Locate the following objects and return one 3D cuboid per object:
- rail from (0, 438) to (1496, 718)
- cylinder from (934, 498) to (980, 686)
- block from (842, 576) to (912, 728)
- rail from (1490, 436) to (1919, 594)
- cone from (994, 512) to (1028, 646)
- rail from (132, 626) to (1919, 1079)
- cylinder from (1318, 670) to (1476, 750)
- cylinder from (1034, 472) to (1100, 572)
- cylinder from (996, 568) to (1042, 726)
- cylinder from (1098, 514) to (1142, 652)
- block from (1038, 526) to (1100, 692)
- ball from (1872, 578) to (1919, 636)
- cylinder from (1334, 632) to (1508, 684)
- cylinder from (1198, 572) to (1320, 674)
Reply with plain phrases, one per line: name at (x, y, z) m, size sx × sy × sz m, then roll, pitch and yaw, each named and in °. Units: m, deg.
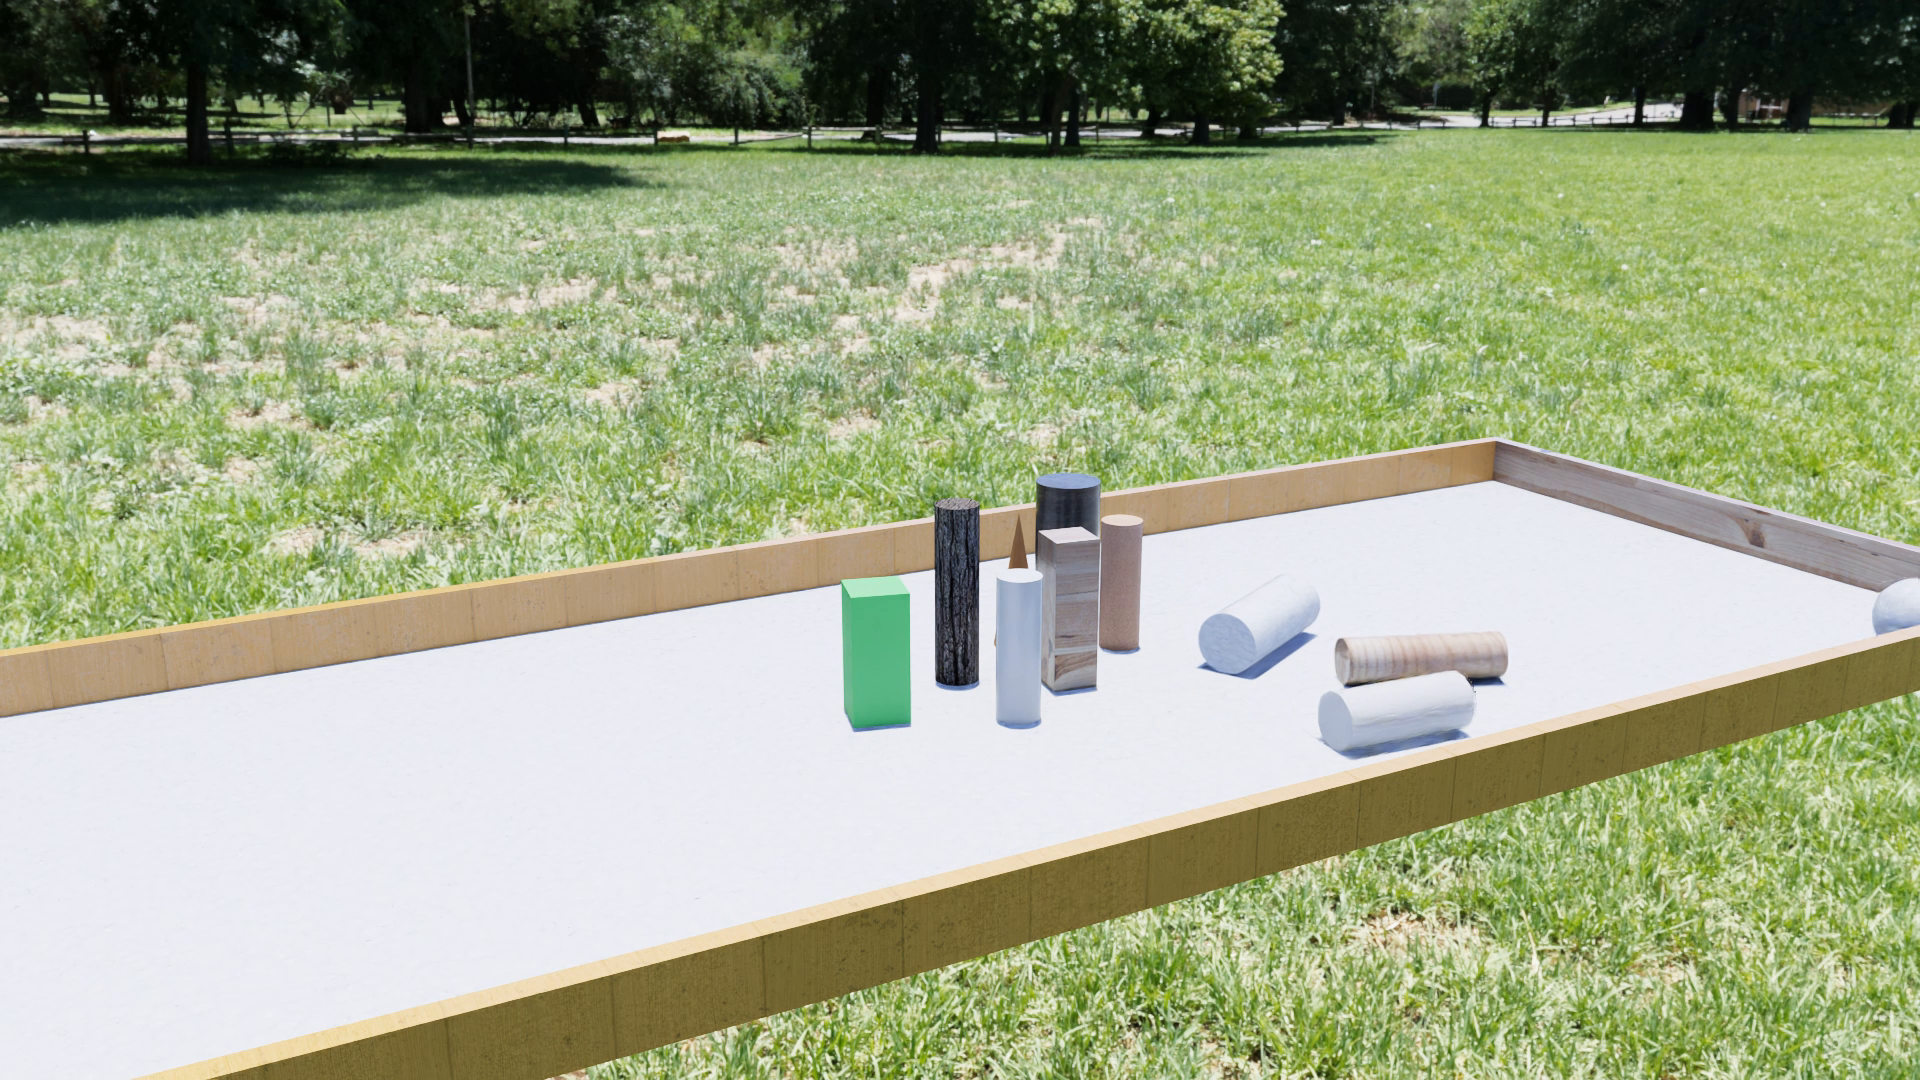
rail at (-3.305, 0.497, 3.399) m, size 12.000 × 0.150 × 0.050 m, roll -9°, pitch 18°, yaw -27°
cylinder at (-0.007, 0.130, 4.104) m, size 0.112 × 0.456 × 0.112 m, roll 0°, pitch 16°, yaw 0°
block at (-0.198, 0.263, 3.890) m, size 0.138 × 0.322 × 0.138 m, roll -4°, pitch 17°, yaw -13°
rail at (2.466, -0.048, 5.253) m, size 0.050 × 0.150 × 2.100 m, roll -9°, pitch 18°, yaw -27°
cone at (0.154, 0.102, 4.360) m, size 0.129 × 0.365 × 0.129 m, roll 0°, pitch 16°, yaw 0°
rail at (-2.336, 1.006, 1.665) m, size 12.000 × 0.150 × 0.050 m, roll -9°, pitch 18°, yaw -27°
cylinder at (1.002, 0.390, 3.788) m, size 0.338 × 0.135 × 0.135 m, roll -7°, pitch 18°, yaw -22°
cylinder at (0.298, 0.024, 4.582) m, size 0.178 × 0.389 × 0.178 m, roll 0°, pitch 16°, yaw 0°
cylinder at (0.139, 0.251, 3.877) m, size 0.108 × 0.352 × 0.108 m, roll 0°, pitch 16°, yaw 0°
cylinder at (0.424, 0.113, 4.358) m, size 0.108 × 0.345 × 0.108 m, roll 0°, pitch 16°, yaw 0°
block at (0.267, 0.172, 4.090) m, size 0.115 × 0.384 × 0.115 m, roll -6°, pitch 17°, yaw -19°
ball at (2.491, 0.203, 4.293) m, size 0.209 × 0.209 × 0.209 m, roll 0°, pitch 16°, yaw 0°
cylinder at (1.157, 0.296, 4.143) m, size 0.409 × 0.116 × 0.116 m, roll -2°, pitch 16°, yaw -7°
cylinder at (0.792, 0.215, 4.340) m, size 0.160 × 0.160 × 0.413 m, roll 11°, pitch 20°, yaw 33°
